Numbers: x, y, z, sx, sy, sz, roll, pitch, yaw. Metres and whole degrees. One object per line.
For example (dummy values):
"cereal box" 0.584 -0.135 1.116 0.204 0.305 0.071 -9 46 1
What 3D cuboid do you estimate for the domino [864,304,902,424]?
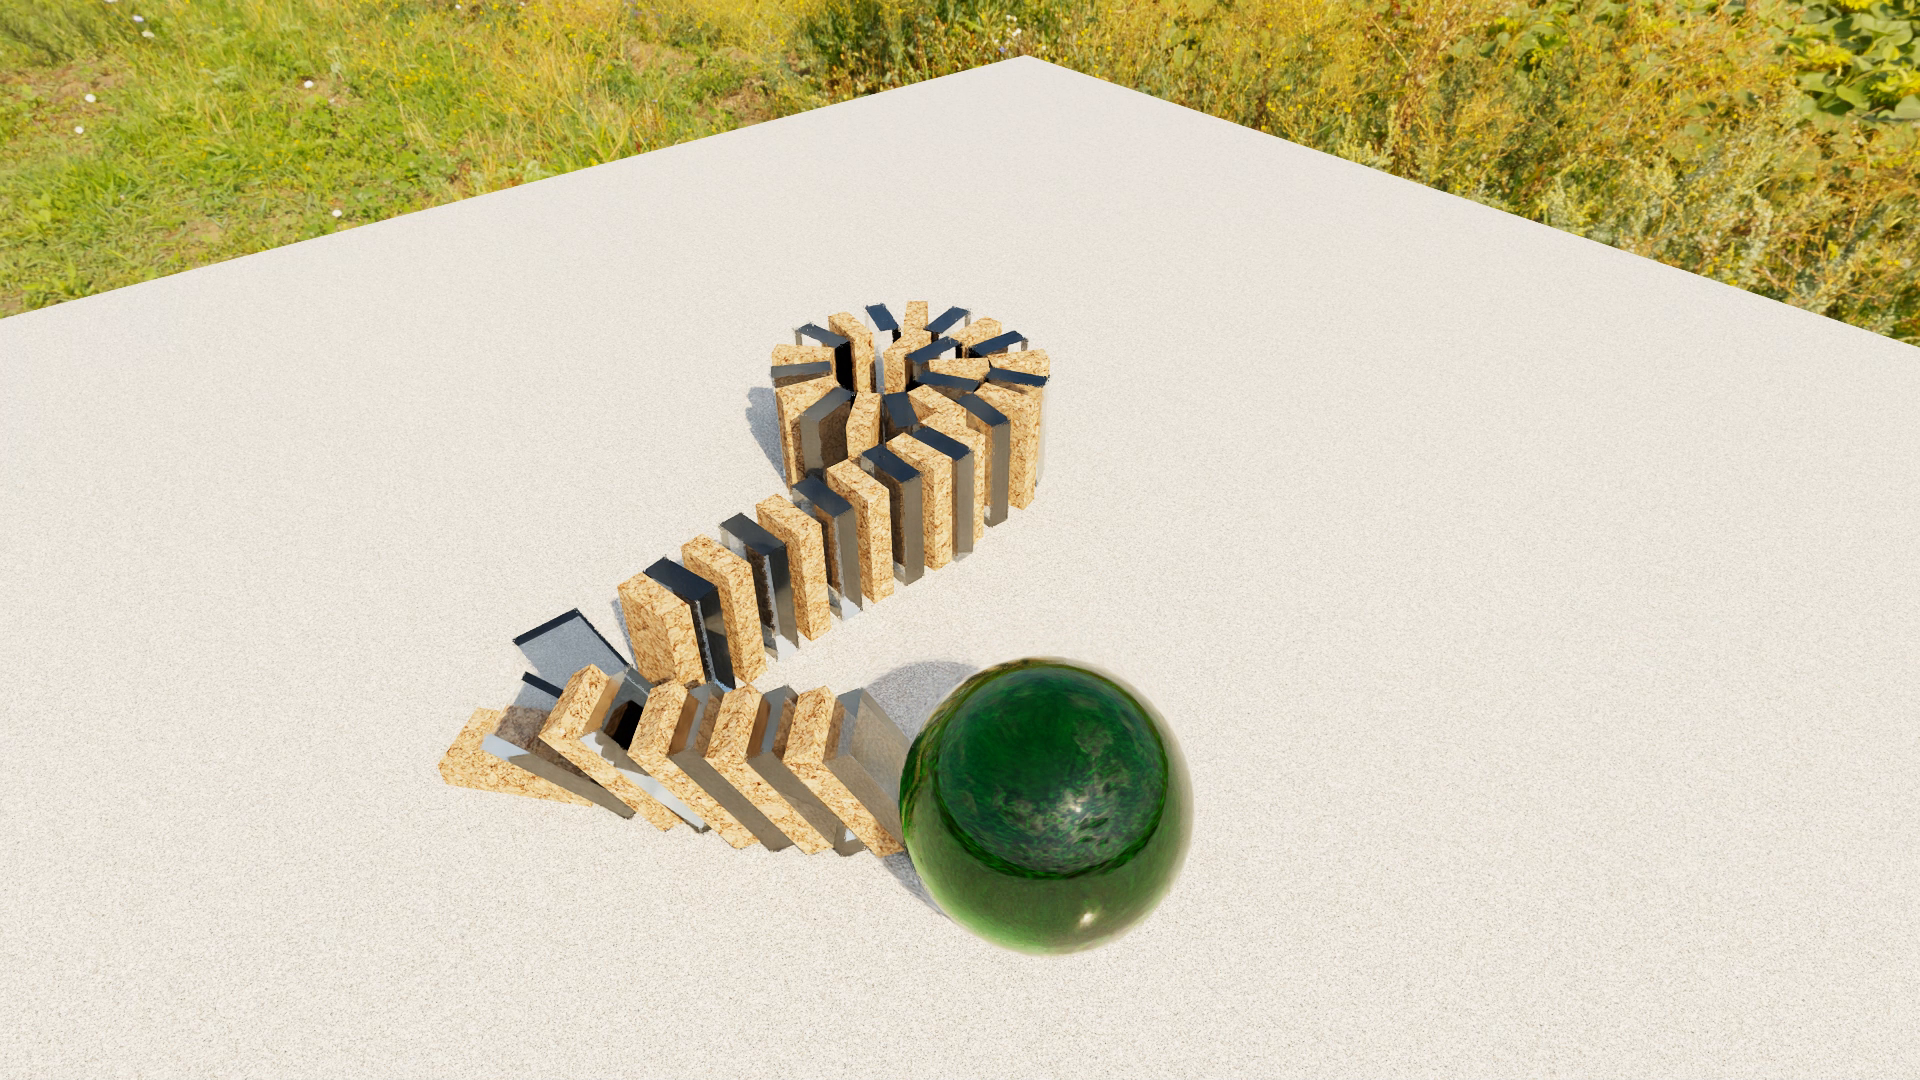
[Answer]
"domino" -0.035 -0.081 0.510 0.010 0.050 0.025 -13 41 -16

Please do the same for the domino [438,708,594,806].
"domino" -0.139 0.070 0.358 0.050 0.010 0.025 6 40 8

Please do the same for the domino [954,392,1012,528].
"domino" 0.009 -0.032 0.451 0.009 0.050 0.025 -25 46 -27

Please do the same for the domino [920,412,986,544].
"domino" -0.003 -0.024 0.440 0.025 0.050 0.009 29 48 31

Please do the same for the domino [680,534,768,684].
"domino" -0.081 0.024 0.382 0.025 0.050 0.009 29 47 30

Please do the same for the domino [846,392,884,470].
"domino" -0.038 -0.032 0.451 0.009 0.050 0.025 4 40 5

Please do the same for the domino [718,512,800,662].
"domino" -0.071 0.017 0.390 0.025 0.050 0.010 32 49 33

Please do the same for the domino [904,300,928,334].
"domino" -0.020 -0.083 0.513 0.009 0.050 0.025 1 39 2

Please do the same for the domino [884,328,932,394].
"domino" -0.023 -0.066 0.493 0.009 0.050 0.025 19 43 21

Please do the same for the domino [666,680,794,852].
"domino" -0.065 0.068 0.330 0.010 0.050 0.025 -23 34 21

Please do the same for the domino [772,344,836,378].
"domino" -0.067 -0.062 0.487 0.025 0.050 0.010 6 40 7

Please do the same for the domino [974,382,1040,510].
"domino" 0.019 -0.039 0.459 0.025 0.050 0.009 21 44 24

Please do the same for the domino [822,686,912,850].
"domino" -0.021 0.070 0.328 0.009 0.050 0.025 -22 34 21

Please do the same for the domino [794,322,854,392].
"domino" -0.060 -0.070 0.497 0.025 0.050 0.010 28 47 30

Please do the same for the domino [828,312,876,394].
"domino" -0.049 -0.076 0.505 0.010 0.050 0.025 -22 44 -25

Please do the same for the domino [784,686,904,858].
"domino" -0.032 0.069 0.328 0.009 0.050 0.025 -22 34 21

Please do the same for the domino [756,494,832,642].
"domino" -0.060 0.010 0.399 0.009 0.050 0.025 -32 49 -33

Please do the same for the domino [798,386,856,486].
"domino" -0.053 -0.035 0.454 0.009 0.050 0.025 22 44 25

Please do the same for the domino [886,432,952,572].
"domino" -0.016 -0.014 0.429 0.025 0.050 0.009 30 48 32

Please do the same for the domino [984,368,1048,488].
"domino" 0.023 -0.048 0.470 0.025 0.050 0.010 13 41 15

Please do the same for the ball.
"ball" 0.023 0.071 0.301 0.080 0.080 0.080 0 39 0

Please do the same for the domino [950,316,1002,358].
"domino" 0.007 -0.074 0.501 0.010 0.050 0.025 29 48 31

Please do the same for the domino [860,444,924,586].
"domino" -0.026 -0.009 0.423 0.009 0.050 0.025 -29 47 -30

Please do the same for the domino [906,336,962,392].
"domino" -0.011 -0.062 0.488 0.009 0.050 0.025 32 49 33

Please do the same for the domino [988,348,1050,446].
"domino" 0.025 -0.058 0.482 0.025 0.050 0.009 -9 40 -10

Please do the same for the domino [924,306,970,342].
"domino" -0.006 -0.079 0.508 0.010 0.050 0.025 21 44 24

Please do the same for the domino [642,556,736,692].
"domino" -0.091 0.032 0.373 0.025 0.050 0.009 25 45 27

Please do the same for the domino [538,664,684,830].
"domino" -0.102 0.064 0.337 0.010 0.050 0.025 -27 30 28

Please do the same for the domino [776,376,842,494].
"domino" -0.062 -0.043 0.464 0.025 0.050 0.009 -17 42 -20

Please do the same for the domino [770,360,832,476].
"domino" -0.066 -0.052 0.475 0.025 0.050 0.010 -7 40 -8

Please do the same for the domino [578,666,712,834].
"domino" -0.090 0.064 0.336 0.010 0.050 0.025 -27 30 28

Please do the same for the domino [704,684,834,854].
"domino" -0.054 0.069 0.329 0.009 0.050 0.025 -23 34 21

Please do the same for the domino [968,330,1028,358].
"domino" 0.017 -0.066 0.492 0.025 0.050 0.009 -25 45 -27

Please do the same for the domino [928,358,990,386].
"domino" 0.000 -0.054 0.478 0.025 0.050 0.009 -3 39 -3

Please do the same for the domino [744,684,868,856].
"domino" -0.043 0.069 0.328 0.009 0.050 0.025 -22 34 21

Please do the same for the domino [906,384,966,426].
"domino" -0.010 -0.036 0.456 0.009 0.050 0.025 -30 48 -32

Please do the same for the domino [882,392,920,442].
"domino" -0.023 -0.032 0.451 0.010 0.050 0.025 -10 40 -12

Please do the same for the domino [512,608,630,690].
"domino" -0.134 0.046 0.388 0.025 0.009 0.050 -30 48 -31

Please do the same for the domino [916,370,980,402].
"domino" -0.005 -0.046 0.468 0.025 0.050 0.009 12 41 15

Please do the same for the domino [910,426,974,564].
"domino" -0.007 -0.018 0.433 0.025 0.050 0.009 30 48 32

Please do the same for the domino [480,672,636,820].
"domino" -0.119 0.064 0.343 0.050 0.010 0.025 32 38 -18

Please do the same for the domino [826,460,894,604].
"domino" -0.037 -0.003 0.415 0.010 0.050 0.025 -29 47 -31

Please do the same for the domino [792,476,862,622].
"domino" -0.049 0.004 0.407 0.009 0.050 0.025 -30 48 -31

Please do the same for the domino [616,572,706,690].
"domino" -0.098 0.037 0.366 0.025 0.050 0.009 29 47 30

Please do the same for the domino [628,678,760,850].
"domino" -0.076 0.068 0.331 0.010 0.050 0.025 -23 34 21
